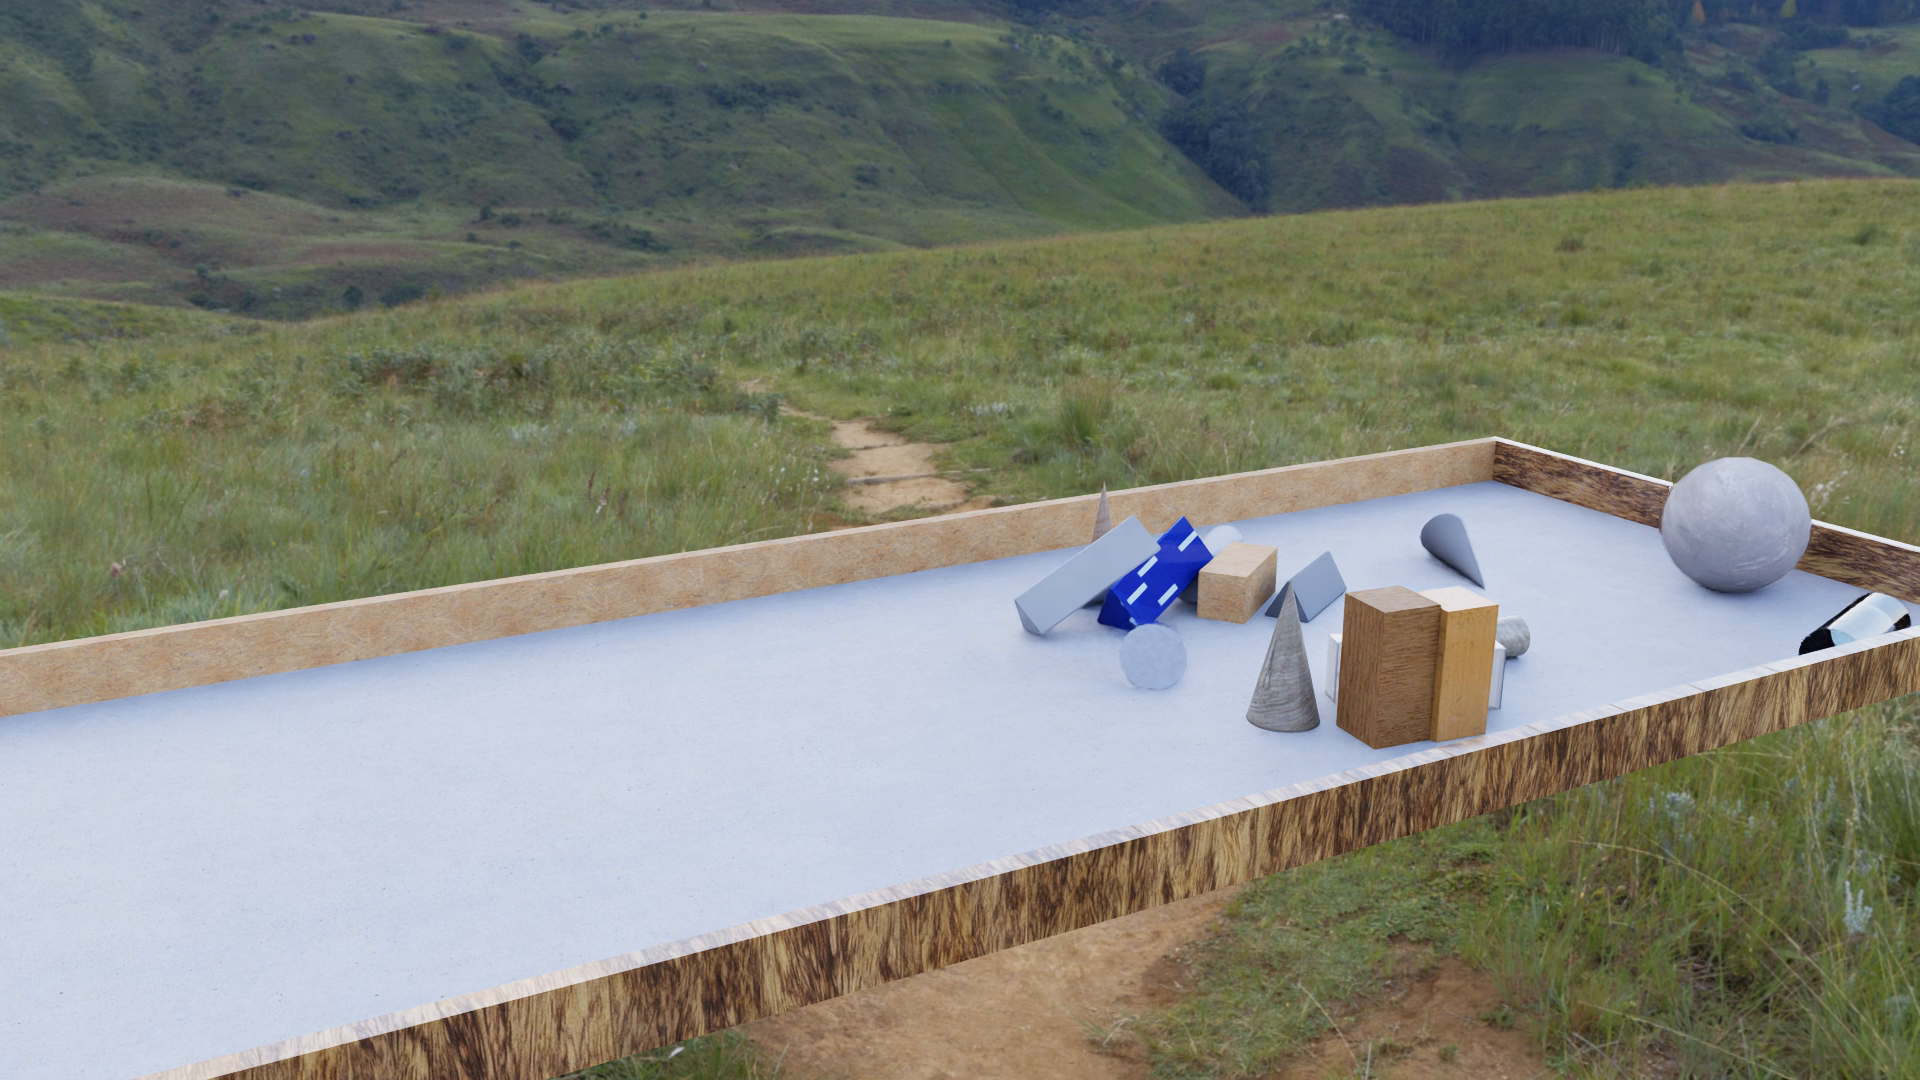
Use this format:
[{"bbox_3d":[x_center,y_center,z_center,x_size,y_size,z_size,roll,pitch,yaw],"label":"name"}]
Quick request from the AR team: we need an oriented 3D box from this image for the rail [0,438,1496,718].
[{"bbox_3d":[-3.305,0.497,3.399,12.000,0.150,0.050,-9,18,-27],"label":"rail"}]

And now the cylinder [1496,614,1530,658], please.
[{"bbox_3d":[1.266,0.271,4.241,0.409,0.108,0.108,-7,18,-21],"label":"cylinder"}]

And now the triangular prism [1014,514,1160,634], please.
[{"bbox_3d":[0.337,0.089,4.507,0.417,0.106,0.123,-35,16,-15],"label":"triangular prism"}]

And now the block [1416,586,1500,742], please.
[{"bbox_3d":[1.128,0.286,3.814,0.140,0.318,0.140,-6,18,-21],"label":"block"}]

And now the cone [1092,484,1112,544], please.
[{"bbox_3d":[0.421,-0.020,4.852,0.115,0.322,0.115,0,16,0],"label":"cone"}]

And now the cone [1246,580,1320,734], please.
[{"bbox_3d":[0.766,0.257,3.863,0.173,0.349,0.173,0,16,0],"label":"cone"}]

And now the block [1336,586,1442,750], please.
[{"bbox_3d":[0.981,0.290,3.786,0.152,0.328,0.152,-6,18,-21],"label":"block"}]

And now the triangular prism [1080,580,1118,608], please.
[{"bbox_3d":[0.444,0.099,4.793,0.319,0.098,0.085,-15,52,-42],"label":"triangular prism"}]

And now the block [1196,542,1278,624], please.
[{"bbox_3d":[0.795,0.119,4.709,0.136,0.136,0.323,8,18,25],"label":"block"}]

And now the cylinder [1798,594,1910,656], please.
[{"bbox_3d":[2.292,0.254,4.220,0.153,0.153,0.388,15,22,41],"label":"cylinder"}]

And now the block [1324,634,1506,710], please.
[{"bbox_3d":[1.101,0.318,3.998,0.385,0.154,0.154,-2,16,-7],"label":"block"}]

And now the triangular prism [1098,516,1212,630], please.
[{"bbox_3d":[0.536,0.086,4.597,0.152,0.132,0.369,13,42,39],"label":"triangular prism"}]

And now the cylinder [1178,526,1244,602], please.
[{"bbox_3d":[0.740,0.067,4.913,0.121,0.121,0.420,7,18,21],"label":"cylinder"}]

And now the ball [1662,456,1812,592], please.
[{"bbox_3d":[2.260,-0.046,4.810,0.395,0.395,0.395,0,16,0],"label":"ball"}]

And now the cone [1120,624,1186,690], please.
[{"bbox_3d":[0.533,0.267,4.301,0.165,0.165,0.451,4,7,14],"label":"cone"}]

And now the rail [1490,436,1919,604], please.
[{"bbox_3d":[2.466,-0.048,5.253,0.050,0.150,2.100,-9,18,-27],"label":"rail"}]

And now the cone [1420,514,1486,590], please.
[{"bbox_3d":[1.530,0.065,5.010,0.141,0.141,0.369,-2,27,-5],"label":"cone"}]

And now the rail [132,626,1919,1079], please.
[{"bbox_3d":[-2.336,1.006,1.665,12.000,0.150,0.050,-9,18,-27],"label":"rail"}]

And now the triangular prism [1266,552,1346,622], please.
[{"bbox_3d":[0.996,0.126,4.722,0.126,0.109,0.339,9,19,29],"label":"triangular prism"}]
